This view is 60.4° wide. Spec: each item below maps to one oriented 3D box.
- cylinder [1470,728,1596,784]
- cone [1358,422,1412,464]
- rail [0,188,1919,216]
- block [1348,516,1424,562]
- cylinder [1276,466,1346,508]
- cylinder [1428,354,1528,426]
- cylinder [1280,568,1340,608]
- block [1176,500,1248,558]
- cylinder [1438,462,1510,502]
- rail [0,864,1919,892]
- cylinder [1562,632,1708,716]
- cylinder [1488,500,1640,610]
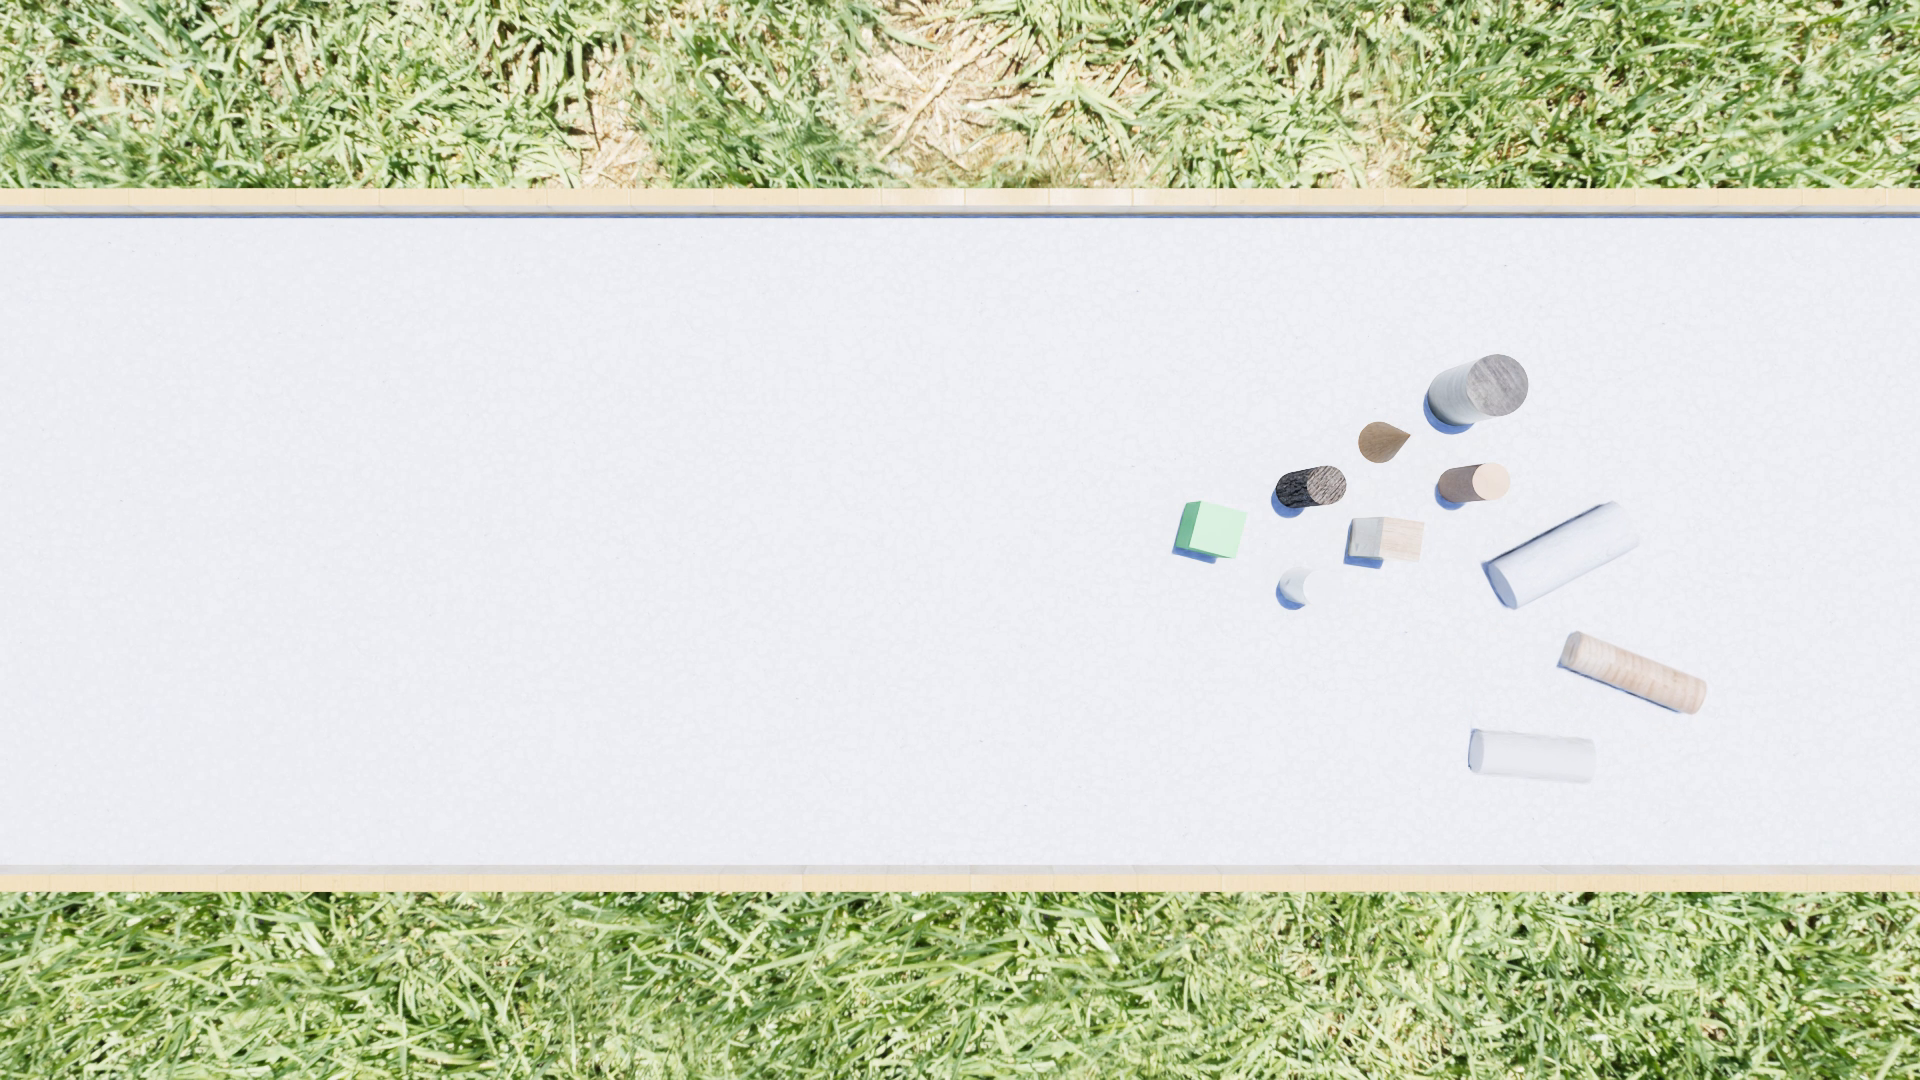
[{"bbox_3d":[1.738,0.656,5.009,0.338,0.135,0.135,5,90,0],"label":"cylinder"},{"bbox_3d":[1.290,-0.301,4.894,0.129,0.365,0.129,0,90,0],"label":"cone"},{"bbox_3d":[-2.247,-1.025,5.002,12.000,0.150,0.050,0,90,0],"label":"rail"},{"bbox_3d":[1.257,-0.001,4.885,0.115,0.384,0.115,8,90,0],"label":"block"},{"bbox_3d":[1.028,-0.154,4.848,0.112,0.456,0.112,0,90,0],"label":"cylinder"},{"bbox_3d":[1.527,-0.440,4.882,0.178,0.389,0.178,0,90,0],"label":"cylinder"},{"bbox_3d":[1.037,0.138,4.901,0.108,0.352,0.108,0,90,0],"label":"cylinder"},{"bbox_3d":[0.745,-0.030,4.916,0.138,0.322,0.138,15,90,0],"label":"block"},{"bbox_3d":[1.525,-0.168,4.904,0.108,0.345,0.108,0,90,0],"label":"cylinder"},{"bbox_3d":[-2.247,1.025,5.001,12.000,0.150,0.050,0,90,0],"label":"rail"},{"bbox_3d":[2.050,0.405,5.019,0.409,0.116,0.116,21,90,0],"label":"cylinder"},{"bbox_3d":[1.827,0.046,4.996,0.413,0.160,0.160,-27,90,0],"label":"cylinder"}]
